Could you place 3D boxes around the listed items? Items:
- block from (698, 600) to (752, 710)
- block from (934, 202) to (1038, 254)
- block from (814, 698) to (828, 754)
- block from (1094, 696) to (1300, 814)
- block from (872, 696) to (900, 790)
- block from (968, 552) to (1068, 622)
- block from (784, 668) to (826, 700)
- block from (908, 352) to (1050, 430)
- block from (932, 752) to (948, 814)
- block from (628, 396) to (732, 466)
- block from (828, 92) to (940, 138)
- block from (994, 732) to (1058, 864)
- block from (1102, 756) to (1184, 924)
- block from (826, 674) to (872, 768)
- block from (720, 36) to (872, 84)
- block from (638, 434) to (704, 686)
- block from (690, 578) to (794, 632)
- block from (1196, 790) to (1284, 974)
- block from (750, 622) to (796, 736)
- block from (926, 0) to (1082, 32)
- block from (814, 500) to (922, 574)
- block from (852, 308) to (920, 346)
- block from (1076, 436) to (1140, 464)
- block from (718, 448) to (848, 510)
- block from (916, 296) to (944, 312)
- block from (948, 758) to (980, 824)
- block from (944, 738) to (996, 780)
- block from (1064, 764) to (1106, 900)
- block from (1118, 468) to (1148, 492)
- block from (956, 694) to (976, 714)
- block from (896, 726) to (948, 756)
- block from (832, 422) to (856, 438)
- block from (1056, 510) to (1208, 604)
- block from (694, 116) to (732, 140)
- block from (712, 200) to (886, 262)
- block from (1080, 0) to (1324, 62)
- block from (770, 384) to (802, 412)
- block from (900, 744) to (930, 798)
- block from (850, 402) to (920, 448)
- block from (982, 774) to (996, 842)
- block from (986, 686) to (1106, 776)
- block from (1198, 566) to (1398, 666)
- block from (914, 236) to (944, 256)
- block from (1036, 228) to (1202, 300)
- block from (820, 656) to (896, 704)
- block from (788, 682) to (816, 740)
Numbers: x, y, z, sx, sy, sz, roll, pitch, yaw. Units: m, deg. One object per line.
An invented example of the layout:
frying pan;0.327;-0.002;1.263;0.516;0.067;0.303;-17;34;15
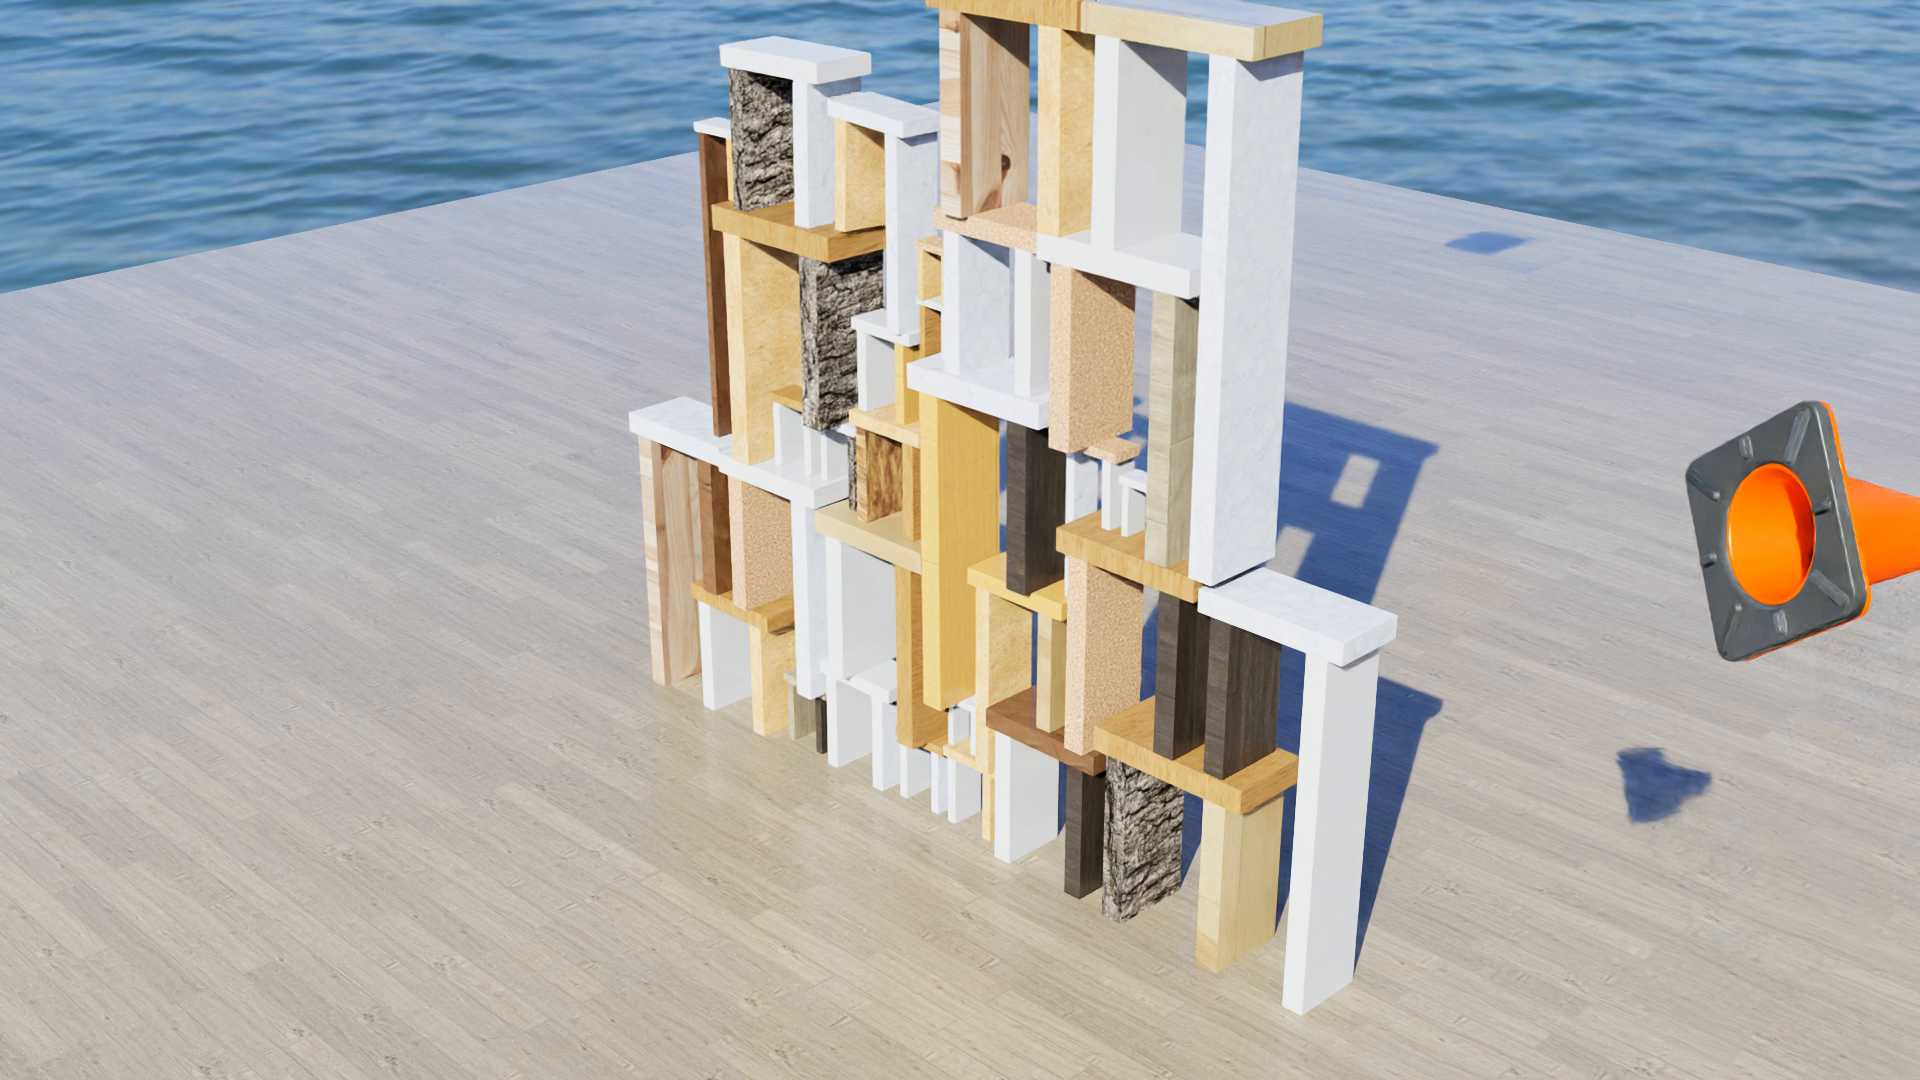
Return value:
block;-0.512;0.238;4.874;0.036;0.256;0.128;21;31;41
block;0.092;-0.559;3.882;0.265;0.037;0.132;21;31;41
block;-0.276;0.384;4.686;0.019;0.133;0.067;21;31;41
block;0.421;0.381;3.935;0.338;0.048;0.169;21;31;41
block;-0.133;0.404;4.542;0.104;0.208;0.029;-21;31;-41
block;0.141;0.083;4.104;0.238;0.034;0.119;21;31;40
block;-0.307;0.301;4.686;0.133;0.019;0.067;22;31;41
block;0.078;-0.283;4.017;0.330;0.047;0.165;21;31;40
block;-0.027;0.480;4.455;0.019;0.136;0.068;21;31;41
block;-0.557;-0.236;4.733;0.305;0.043;0.153;21;31;41
block;-0.136;-0.783;4.047;0.104;0.030;0.209;-20;33;-39
block;0.130;0.478;4.281;0.039;0.276;0.138;21;31;41
block;0.342;0.528;4.084;0.048;0.338;0.169;21;31;41
block;-0.231;0.366;4.632;0.029;0.208;0.104;21;31;41
block;-0.313;-0.913;4.176;0.275;0.039;0.138;20;30;41
block;-0.629;0.031;4.924;0.043;0.597;0.153;21;31;41
block;-0.451;0.127;4.761;0.256;0.036;0.128;21;31;41
block;0.501;0.590;3.937;0.048;0.338;0.169;21;31;41
block;-0.391;0.285;4.763;0.036;0.256;0.128;21;31;41
block;0.125;-0.912;3.692;0.346;0.049;0.173;21;31;41
block;-0.128;-0.017;4.350;0.154;0.044;0.308;-21;31;-40
block;-0.124;-0.406;4.194;0.080;0.023;0.160;-21;31;-40
block;0.248;-0.167;3.889;0.065;0.018;0.130;-21;30;-40
block;-0.344;-0.142;4.533;0.298;0.042;0.149;21;31;41
block;-0.033;-0.439;4.075;0.046;0.013;0.092;-21;31;-39
block;0.009;0.491;4.419;0.021;0.145;0.072;21;31;41
block;0.043;0.428;4.355;0.145;0.021;0.072;21;31;41
block;0.261;0.529;4.161;0.039;0.276;0.138;21;31;41
block;0.328;-0.099;3.822;0.048;0.014;0.095;-22;31;-40
block;0.020;0.317;4.335;0.093;0.013;0.046;21;31;41
block;-0.059;0.396;4.454;0.068;0.019;0.136;-21;31;-40
block;-0.227;-0.234;4.368;0.059;0.017;0.119;-21;31;-40
block;0.338;0.020;3.860;0.157;0.045;0.315;-22;32;-40
block;-0.464;-0.817;4.368;0.124;0.018;0.062;20;31;39
block;-0.308;-0.616;4.297;0.173;0.049;0.346;-21;31;-40
block;0.377;-0.814;3.462;0.346;0.049;0.173;21;31;40
block;-0.316;-0.284;4.449;0.132;0.019;0.066;20;30;39
block;-0.091;0.455;4.514;0.019;0.136;0.068;21;31;41
block;-0.111;-0.227;4.247;0.099;0.028;0.197;-21;31;-40
block;0.078;0.517;4.356;0.021;0.145;0.072;21;31;41
block;0.195;0.358;4.160;0.276;0.039;0.138;21;31;41
block;0.560;0.122;3.666;0.298;0.042;0.149;21;31;41
block;-0.032;-0.536;4.022;0.048;0.014;0.096;-21;31;-39
block;0.308;-0.478;3.681;0.167;0.047;0.335;-22;31;-40
block;-0.181;0.275;4.542;0.104;0.029;0.208;-21;31;-41
block;-0.339;0.359;4.744;0.019;0.133;0.067;21;31;41
